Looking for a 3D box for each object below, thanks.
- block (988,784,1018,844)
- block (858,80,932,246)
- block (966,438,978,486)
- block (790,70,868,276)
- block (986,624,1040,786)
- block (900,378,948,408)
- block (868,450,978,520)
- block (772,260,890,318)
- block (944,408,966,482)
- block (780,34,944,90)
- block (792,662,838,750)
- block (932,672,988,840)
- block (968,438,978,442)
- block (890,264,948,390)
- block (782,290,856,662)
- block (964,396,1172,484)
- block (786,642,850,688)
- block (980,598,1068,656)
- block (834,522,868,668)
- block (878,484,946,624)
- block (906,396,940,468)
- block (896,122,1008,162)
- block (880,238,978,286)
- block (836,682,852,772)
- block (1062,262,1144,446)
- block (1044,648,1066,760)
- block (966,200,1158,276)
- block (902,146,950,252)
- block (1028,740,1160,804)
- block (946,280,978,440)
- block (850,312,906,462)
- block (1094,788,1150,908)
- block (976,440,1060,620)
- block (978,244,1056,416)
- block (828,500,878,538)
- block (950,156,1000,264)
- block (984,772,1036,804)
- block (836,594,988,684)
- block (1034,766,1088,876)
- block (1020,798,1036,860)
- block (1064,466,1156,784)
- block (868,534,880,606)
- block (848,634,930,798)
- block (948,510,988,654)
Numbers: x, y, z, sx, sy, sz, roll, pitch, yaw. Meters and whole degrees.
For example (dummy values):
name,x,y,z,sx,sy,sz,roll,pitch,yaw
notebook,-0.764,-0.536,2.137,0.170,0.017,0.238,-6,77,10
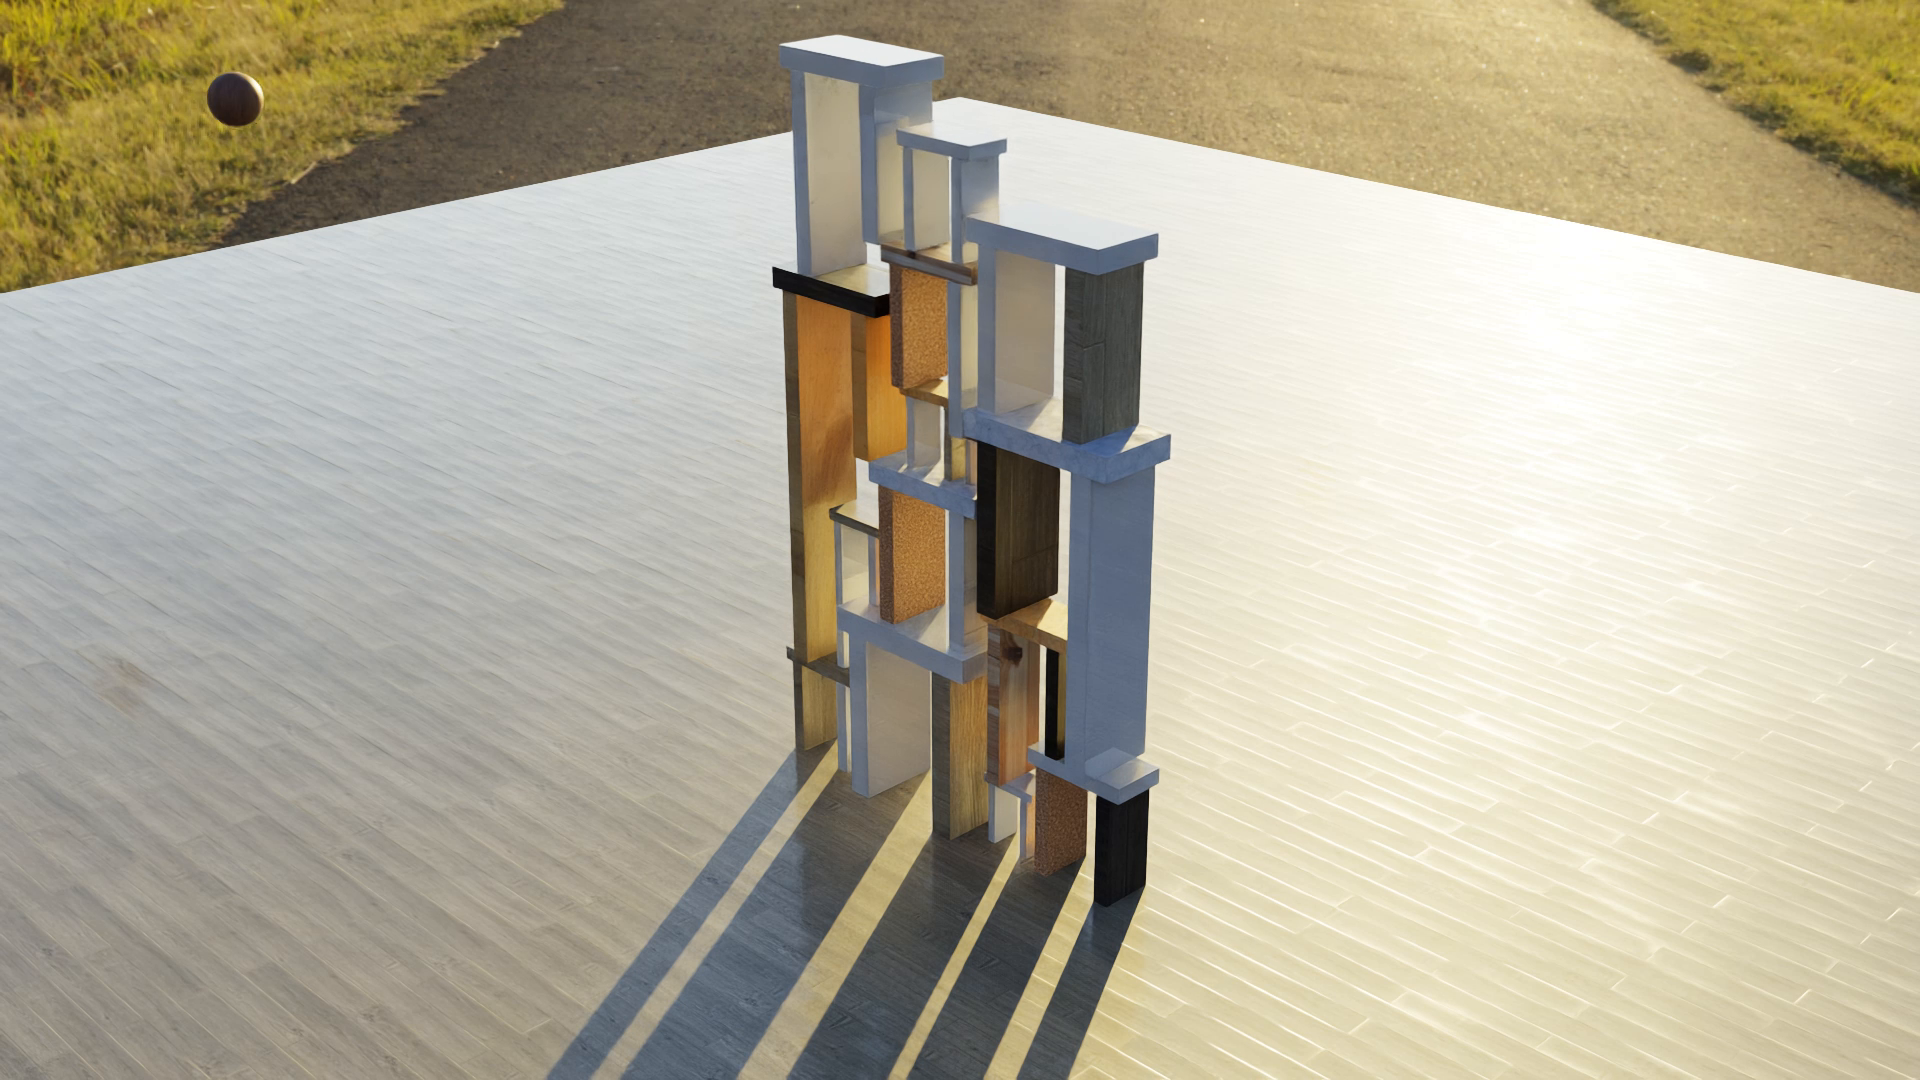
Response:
name,x,y,z,sx,sy,sz,roll,pitch,yaw
block,0.085,0.529,4.349,0.018,0.129,0.064,21,31,41
block,-0.116,-0.702,4.052,0.145,0.291,0.041,-21,30,-40
block,0.031,-0.155,4.128,0.013,0.095,0.047,20,31,41
block,-0.249,-0.710,4.197,0.041,0.390,0.145,21,31,41
block,0.104,0.302,4.238,0.112,0.340,0.032,-21,31,-41
block,-0.037,-0.278,4.146,0.144,0.020,0.072,19,30,38
block,-0.025,-0.114,4.206,0.285,0.040,0.143,21,31,40
block,-0.210,-0.494,4.242,0.294,0.042,0.147,21,31,41
block,0.002,-0.189,4.147,0.020,0.144,0.072,20,30,38
block,-0.183,-0.882,4.051,0.145,0.041,0.291,-21,31,-40
block,-0.306,0.339,4.701,0.029,0.204,0.102,21,31,41
block,0.026,0.400,4.362,0.050,0.356,0.178,21,31,41
block,0.046,-0.194,4.083,0.094,0.013,0.047,21,31,41
block,-0.077,-0.412,4.132,0.034,0.238,0.119,21,31,40
block,-0.279,-0.136,4.469,0.147,0.794,0.042,-21,31,-41
block,0.190,-0.189,3.935,0.172,0.049,0.344,-21,31,-40
block,-0.258,0.250,4.611,0.204,0.029,0.102,21,31,41
block,0.157,0.151,4.117,0.113,0.032,0.225,-21,31,-41
block,-0.220,0.103,4.506,0.021,0.324,0.075,21,31,41
block,-0.094,0.010,4.331,0.040,0.285,0.143,21,31,41
block,-0.069,-0.215,4.207,0.020,0.144,0.072,20,30,40
block,-0.016,-0.713,3.932,0.094,0.027,0.188,-21,30,-40
block,-0.022,-0.516,4.028,0.119,0.034,0.238,-21,31,-40
block,-0.210,0.376,4.612,0.029,0.204,0.102,21,31,41
block,0.248,-0.335,3.819,0.155,0.310,0.044,-21,31,-40
block,0.210,0.290,4.118,0.032,0.225,0.113,21,31,41
block,0.175,-0.527,3.818,0.155,0.044,0.310,-21,31,-41
block,-0.061,-0.630,4.012,0.027,0.188,0.094,19,29,40
block,0.250,0.423,4.134,0.229,0.033,0.115,21,31,41
block,0.032,-0.341,4.036,0.119,0.294,0.034,-22,31,-40
block,-0.141,-0.312,4.243,0.042,0.294,0.147,21,31,40
block,0.304,0.565,4.136,0.033,0.229,0.115,21,31,41
block,0.109,-0.040,4.086,0.172,0.344,0.049,-21,31,-41
block,0.102,-0.392,3.954,0.155,0.310,0.044,-21,31,-40
block,-0.184,-0.042,4.406,0.075,0.021,0.150,-21,31,-41
block,0.027,-0.595,3.930,0.094,0.188,0.027,-21,30,-40
block,0.115,0.473,4.293,0.064,0.018,0.129,-21,31,-41
block,-0.058,0.180,4.360,0.356,0.050,0.178,21,31,41
block,0.196,0.523,4.235,0.033,0.230,0.115,21,31,41
block,0.146,0.553,4.293,0.018,0.129,0.064,21,31,41
block,0.271,0.142,3.987,0.172,0.601,0.049,-21,31,-41
block,-0.149,0.051,4.407,0.021,0.150,0.075,21,31,41
block,-0.142,0.334,4.516,0.050,0.356,0.178,21,31,41
block,0.043,0.062,4.209,0.040,0.285,0.143,21,31,40
